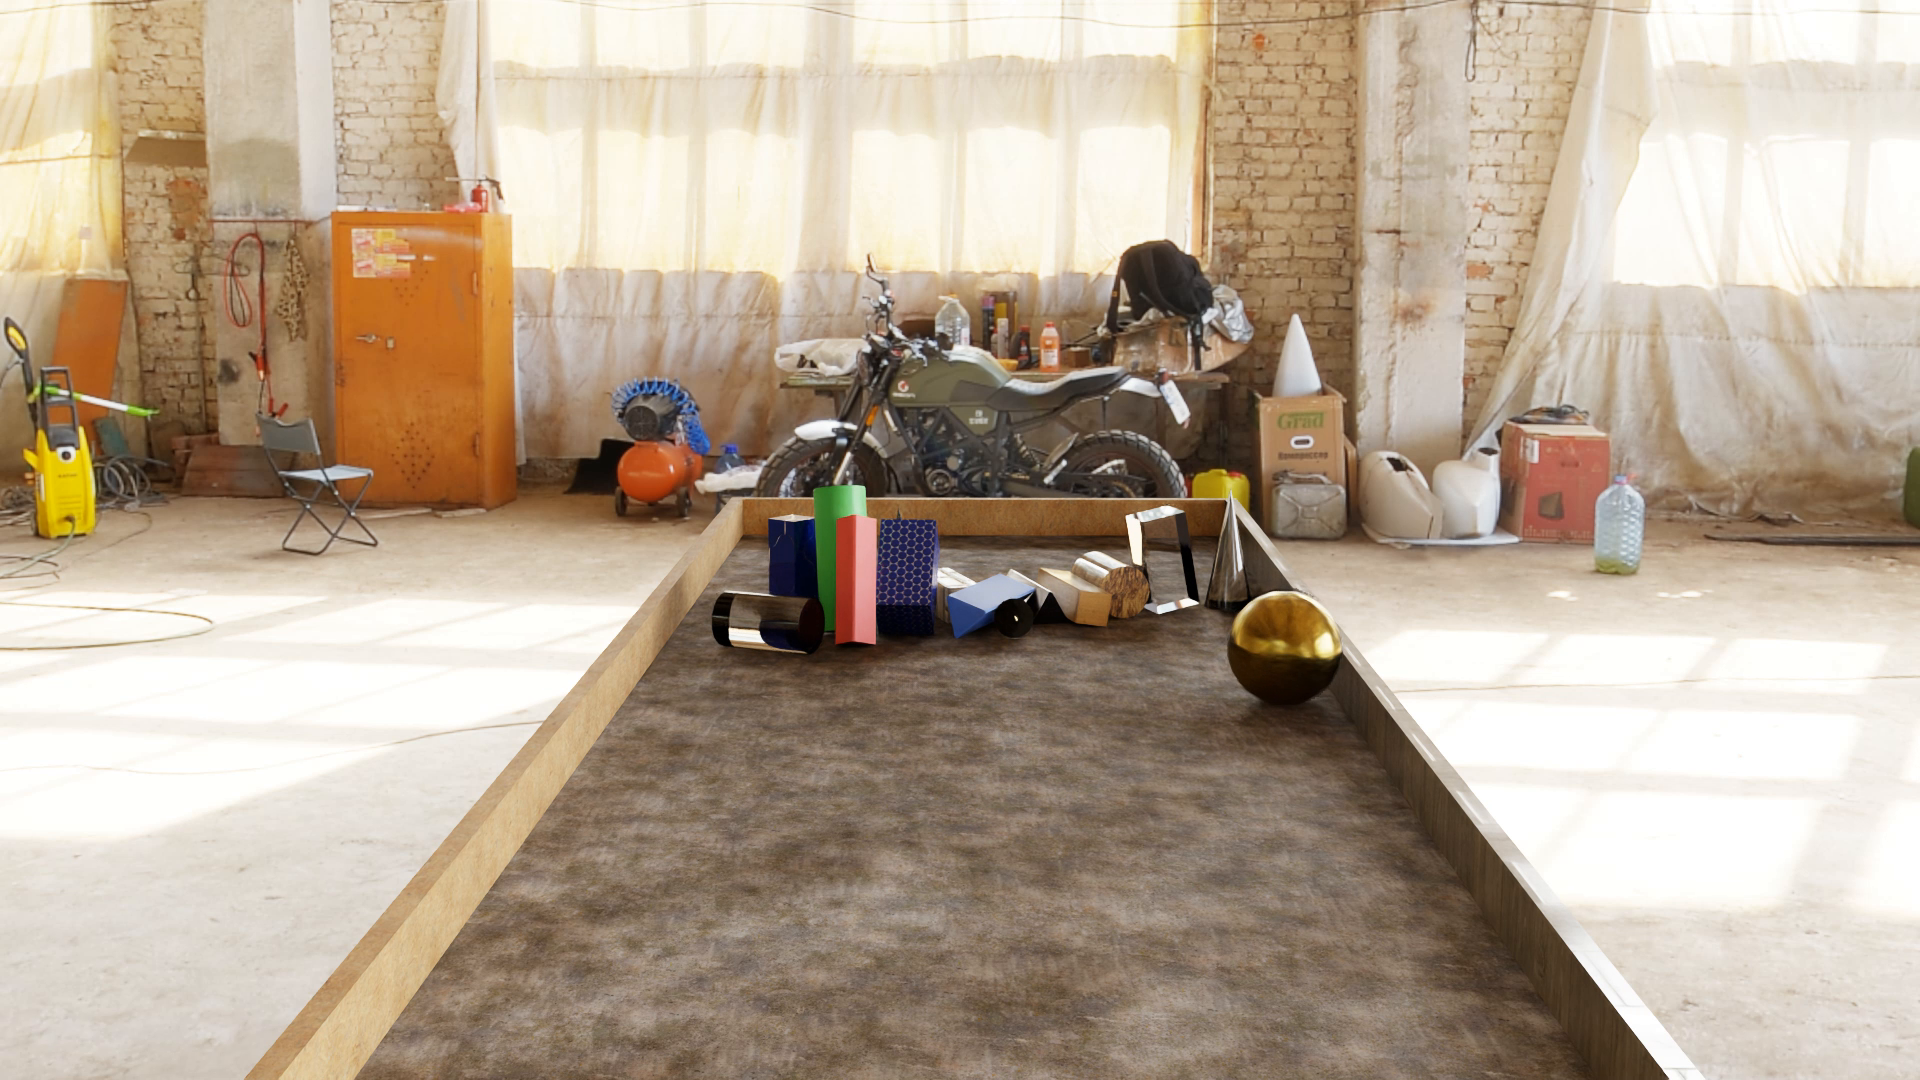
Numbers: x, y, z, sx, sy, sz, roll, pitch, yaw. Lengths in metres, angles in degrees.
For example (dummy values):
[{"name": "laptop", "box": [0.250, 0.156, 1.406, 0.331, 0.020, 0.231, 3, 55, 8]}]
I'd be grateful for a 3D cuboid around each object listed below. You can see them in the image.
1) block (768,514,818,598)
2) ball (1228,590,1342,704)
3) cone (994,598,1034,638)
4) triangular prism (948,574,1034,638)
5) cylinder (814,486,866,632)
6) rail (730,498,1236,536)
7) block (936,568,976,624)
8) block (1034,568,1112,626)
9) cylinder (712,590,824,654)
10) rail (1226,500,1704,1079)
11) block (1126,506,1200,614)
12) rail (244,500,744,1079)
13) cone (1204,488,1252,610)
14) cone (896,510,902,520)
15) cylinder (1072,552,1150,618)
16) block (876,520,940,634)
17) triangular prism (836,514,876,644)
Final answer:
[{"name": "block", "box": [-0.544, 0.105, 7.203, 0.115, 0.358, 0.115, 7, 12, 38]}, {"name": "ball", "box": [0.902, 0.299, 6.114, 0.316, 0.316, 0.316, 0, 9, 0]}, {"name": "cone", "box": [0.178, 0.249, 7.237, 0.126, 0.126, 0.407, 0, 0, 2]}, {"name": "triangular prism", "box": [0.082, 0.193, 7.204, 0.139, 0.120, 0.437, -42, -9, 23]}, {"name": "cylinder", "box": [-0.376, 0.063, 7.059, 0.168, 0.459, 0.168, -3, -5, 0]}, {"name": "rail", "box": [0.099, -0.098, 9.147, 2.100, 0.150, 0.050, 0, 9, 1]}, {"name": "block", "box": [-0.039, 0.186, 7.452, 0.119, 0.119, 0.377, -3, 9, -17]}, {"name": "block", "box": [0.377, 0.190, 7.410, 0.108, 0.108, 0.458, 8, 7, -17]}, {"name": "cylinder", "box": [-0.595, 0.255, 6.838, 0.304, 0.174, 0.174, 4, 10, 24]}, {"name": "rail", "box": [1.046, 0.843, 3.208, 0.050, 0.150, 12.000, 0, 9, 1]}, {"name": "block", "box": [0.690, 0.066, 7.490, 0.155, 0.323, 0.155, -14, 13, -16]}, {"name": "rail", "box": [-1.004, 0.839, 3.234, 0.050, 0.150, 12.000, 0, 9, 1]}, {"name": "cone", "box": [0.924, 0.023, 7.539, 0.166, 0.415, 0.166, 0, 9, 0]}, {"name": "cone", "box": [-0.188, 0.064, 7.299, 0.155, 0.384, 0.155, -5, -22, -2]}, {"name": "cylinder", "box": [0.508, 0.151, 7.493, 0.176, 0.176, 0.313, -2, 9, -15]}, {"name": "block", "box": [-0.169, 0.118, 7.108, 0.179, 0.327, 0.179, 1, -34, 4]}, {"name": "triangular prism", "box": [-0.344, 0.128, 6.929, 0.107, 0.398, 0.124, -5, -9, 30]}]
